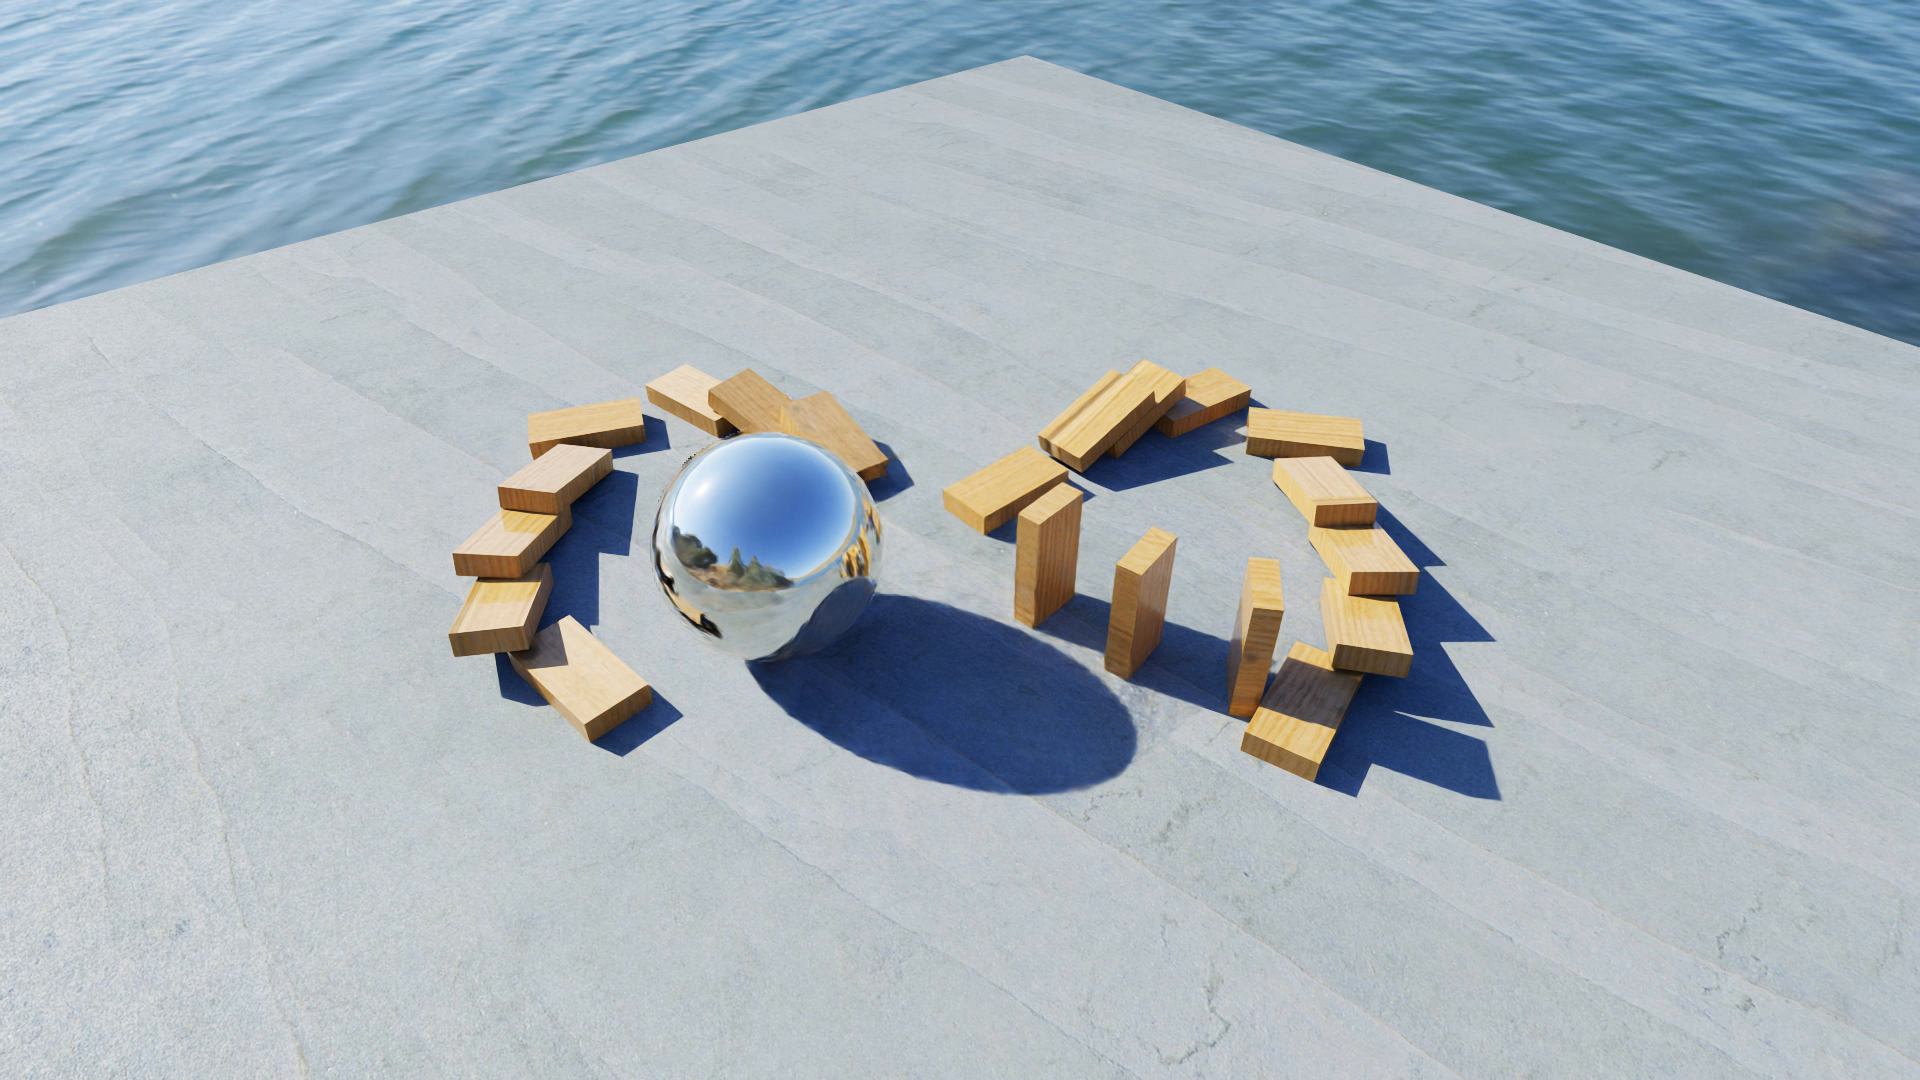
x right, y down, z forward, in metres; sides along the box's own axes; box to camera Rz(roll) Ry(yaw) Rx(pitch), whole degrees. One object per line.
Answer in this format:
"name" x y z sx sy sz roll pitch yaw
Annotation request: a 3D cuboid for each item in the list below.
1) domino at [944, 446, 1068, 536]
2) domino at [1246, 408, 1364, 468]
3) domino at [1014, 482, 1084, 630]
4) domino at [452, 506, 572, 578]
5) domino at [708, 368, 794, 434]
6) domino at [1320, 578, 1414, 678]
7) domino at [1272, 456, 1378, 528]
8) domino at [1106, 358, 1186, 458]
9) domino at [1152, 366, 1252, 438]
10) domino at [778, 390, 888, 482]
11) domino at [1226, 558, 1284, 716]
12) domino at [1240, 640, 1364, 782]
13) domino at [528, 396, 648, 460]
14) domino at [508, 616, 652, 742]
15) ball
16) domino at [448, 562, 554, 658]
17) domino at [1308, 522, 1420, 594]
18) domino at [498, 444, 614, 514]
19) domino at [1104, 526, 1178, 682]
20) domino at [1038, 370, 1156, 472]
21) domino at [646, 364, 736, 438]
"domino" 0.020 -0.022 0.470 0.050 0.010 0.025 -30 48 -31
"domino" 0.156 -0.047 0.501 0.050 0.010 0.025 8 40 9
"domino" 0.032 0.006 0.404 0.010 0.050 0.025 30 48 31
"domino" -0.176 -0.001 0.435 0.025 0.010 0.050 3 25 3
"domino" -0.089 -0.057 0.504 0.050 0.009 0.025 37 51 19
"domino" 0.146 0.031 0.397 0.025 0.010 0.050 8 26 10
"domino" 0.152 -0.021 0.460 0.025 0.010 0.050 -3 26 -3
"domino" 0.078 -0.061 0.507 0.050 0.009 0.025 -43 54 -19
"domino" 0.111 -0.066 0.524 0.050 0.010 0.025 -23 45 -26
"domino" -0.057 -0.044 0.488 0.025 0.009 0.050 -24 58 -30
"domino" 0.099 0.033 0.371 0.009 0.050 0.025 6 40 7
"domino" 0.117 0.057 0.374 0.025 0.010 0.050 22 44 25
"domino" -0.172 -0.052 0.506 0.050 0.010 0.025 -11 41 -14
"domino" -0.133 0.048 0.385 0.050 0.010 0.025 31 48 32
"ball" -0.067 0.002 0.385 0.080 0.080 0.080 0 39 0
"domino" -0.167 0.025 0.404 0.025 0.009 0.050 -6 26 -7
"domino" 0.156 0.005 0.427 0.025 0.009 0.050 0 25 0
"domino" -0.171 -0.027 0.467 0.025 0.010 0.050 7 26 8
"domino" 0.063 0.023 0.384 0.009 0.050 0.025 25 46 27
"domino" 0.062 -0.054 0.493 0.050 0.009 0.025 -42 53 -19
"domino" -0.123 -0.067 0.525 0.050 0.010 0.025 27 46 29
